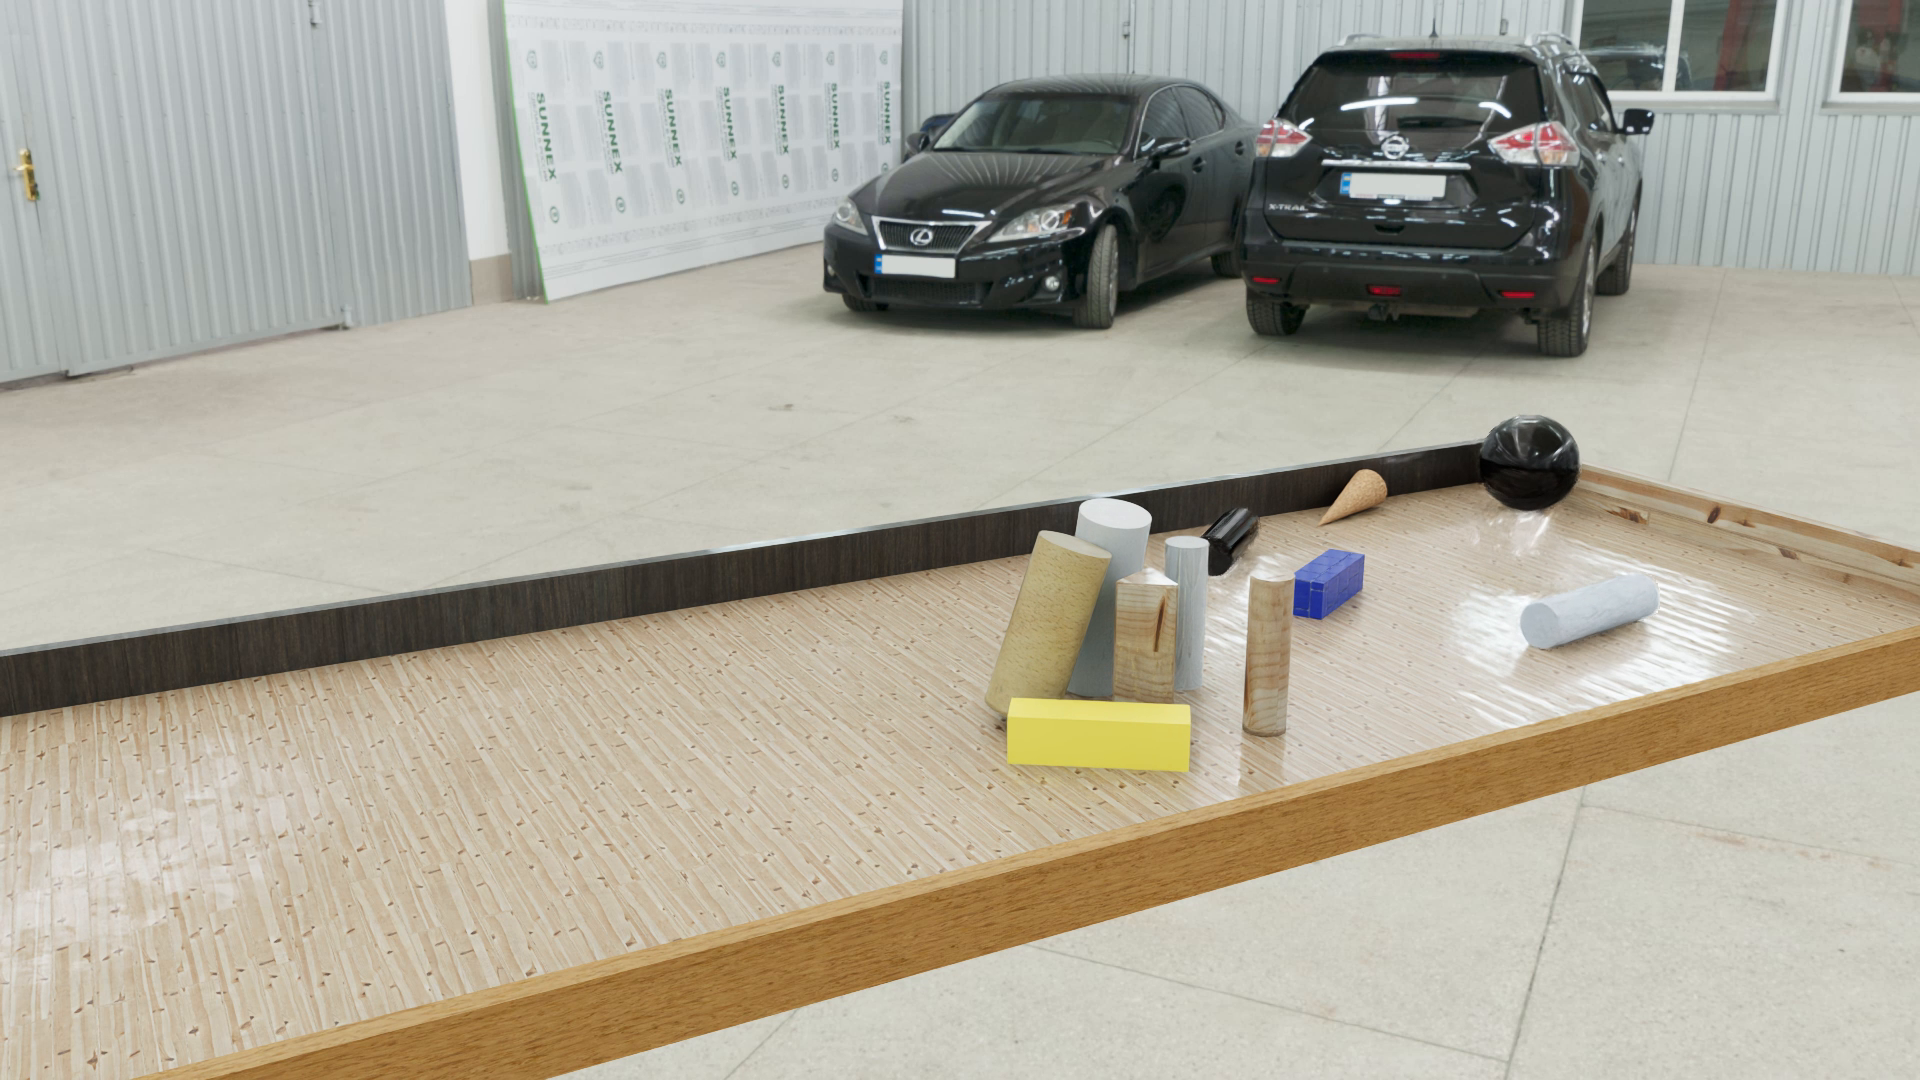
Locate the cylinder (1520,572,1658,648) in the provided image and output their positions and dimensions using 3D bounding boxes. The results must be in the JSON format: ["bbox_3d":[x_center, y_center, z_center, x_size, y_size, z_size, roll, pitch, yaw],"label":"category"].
[{"bbox_3d":[1.714,0.190,4.484,0.444,0.127,0.127,-11,20,-34],"label":"cylinder"}]

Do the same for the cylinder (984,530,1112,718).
[{"bbox_3d":[0.204,0.206,3.848,0.178,0.420,0.178,17,12,-4],"label":"cylinder"}]

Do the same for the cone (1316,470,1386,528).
[{"bbox_3d":[1.303,-0.111,5.614,0.137,0.137,0.370,14,32,39],"label":"cone"}]

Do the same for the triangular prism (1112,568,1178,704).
[{"bbox_3d":[0.436,0.253,3.865,0.139,0.355,0.121,3,17,9],"label":"triangular prism"}]

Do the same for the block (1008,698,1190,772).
[{"bbox_3d":[0.310,0.433,3.681,0.400,0.112,0.112,2,16,6],"label":"block"}]

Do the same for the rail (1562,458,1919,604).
[{"bbox_3d":[2.466,-0.048,5.253,0.050,0.150,2.100,-9,18,-27],"label":"rail"}]

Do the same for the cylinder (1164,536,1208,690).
[{"bbox_3d":[0.556,0.181,4.086,0.106,0.368,0.106,0,16,0],"label":"cylinder"}]

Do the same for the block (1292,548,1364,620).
[{"bbox_3d":[1.052,0.125,4.741,0.107,0.107,0.333,10,19,31],"label":"block"}]

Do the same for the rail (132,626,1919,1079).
[{"bbox_3d":[-2.336,1.006,1.665,12.000,0.150,0.050,-9,18,-27],"label":"rail"}]

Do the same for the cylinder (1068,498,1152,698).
[{"bbox_3d":[0.343,0.142,4.020,0.174,0.456,0.174,6,25,-3],"label":"cylinder"}]

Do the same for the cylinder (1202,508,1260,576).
[{"bbox_3d":[0.826,0.003,5.119,0.127,0.127,0.348,7,18,22],"label":"cylinder"}]

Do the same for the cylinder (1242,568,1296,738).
[{"bbox_3d":[0.710,0.260,3.801,0.101,0.378,0.101,0,16,0],"label":"cylinder"}]

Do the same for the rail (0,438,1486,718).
[{"bbox_3d":[-3.305,0.497,3.399,12.000,0.150,0.050,-9,18,-27],"label":"rail"}]

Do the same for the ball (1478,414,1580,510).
[{"bbox_3d":[1.956,-0.266,5.670,0.333,0.333,0.333,0,16,0],"label":"ball"}]
